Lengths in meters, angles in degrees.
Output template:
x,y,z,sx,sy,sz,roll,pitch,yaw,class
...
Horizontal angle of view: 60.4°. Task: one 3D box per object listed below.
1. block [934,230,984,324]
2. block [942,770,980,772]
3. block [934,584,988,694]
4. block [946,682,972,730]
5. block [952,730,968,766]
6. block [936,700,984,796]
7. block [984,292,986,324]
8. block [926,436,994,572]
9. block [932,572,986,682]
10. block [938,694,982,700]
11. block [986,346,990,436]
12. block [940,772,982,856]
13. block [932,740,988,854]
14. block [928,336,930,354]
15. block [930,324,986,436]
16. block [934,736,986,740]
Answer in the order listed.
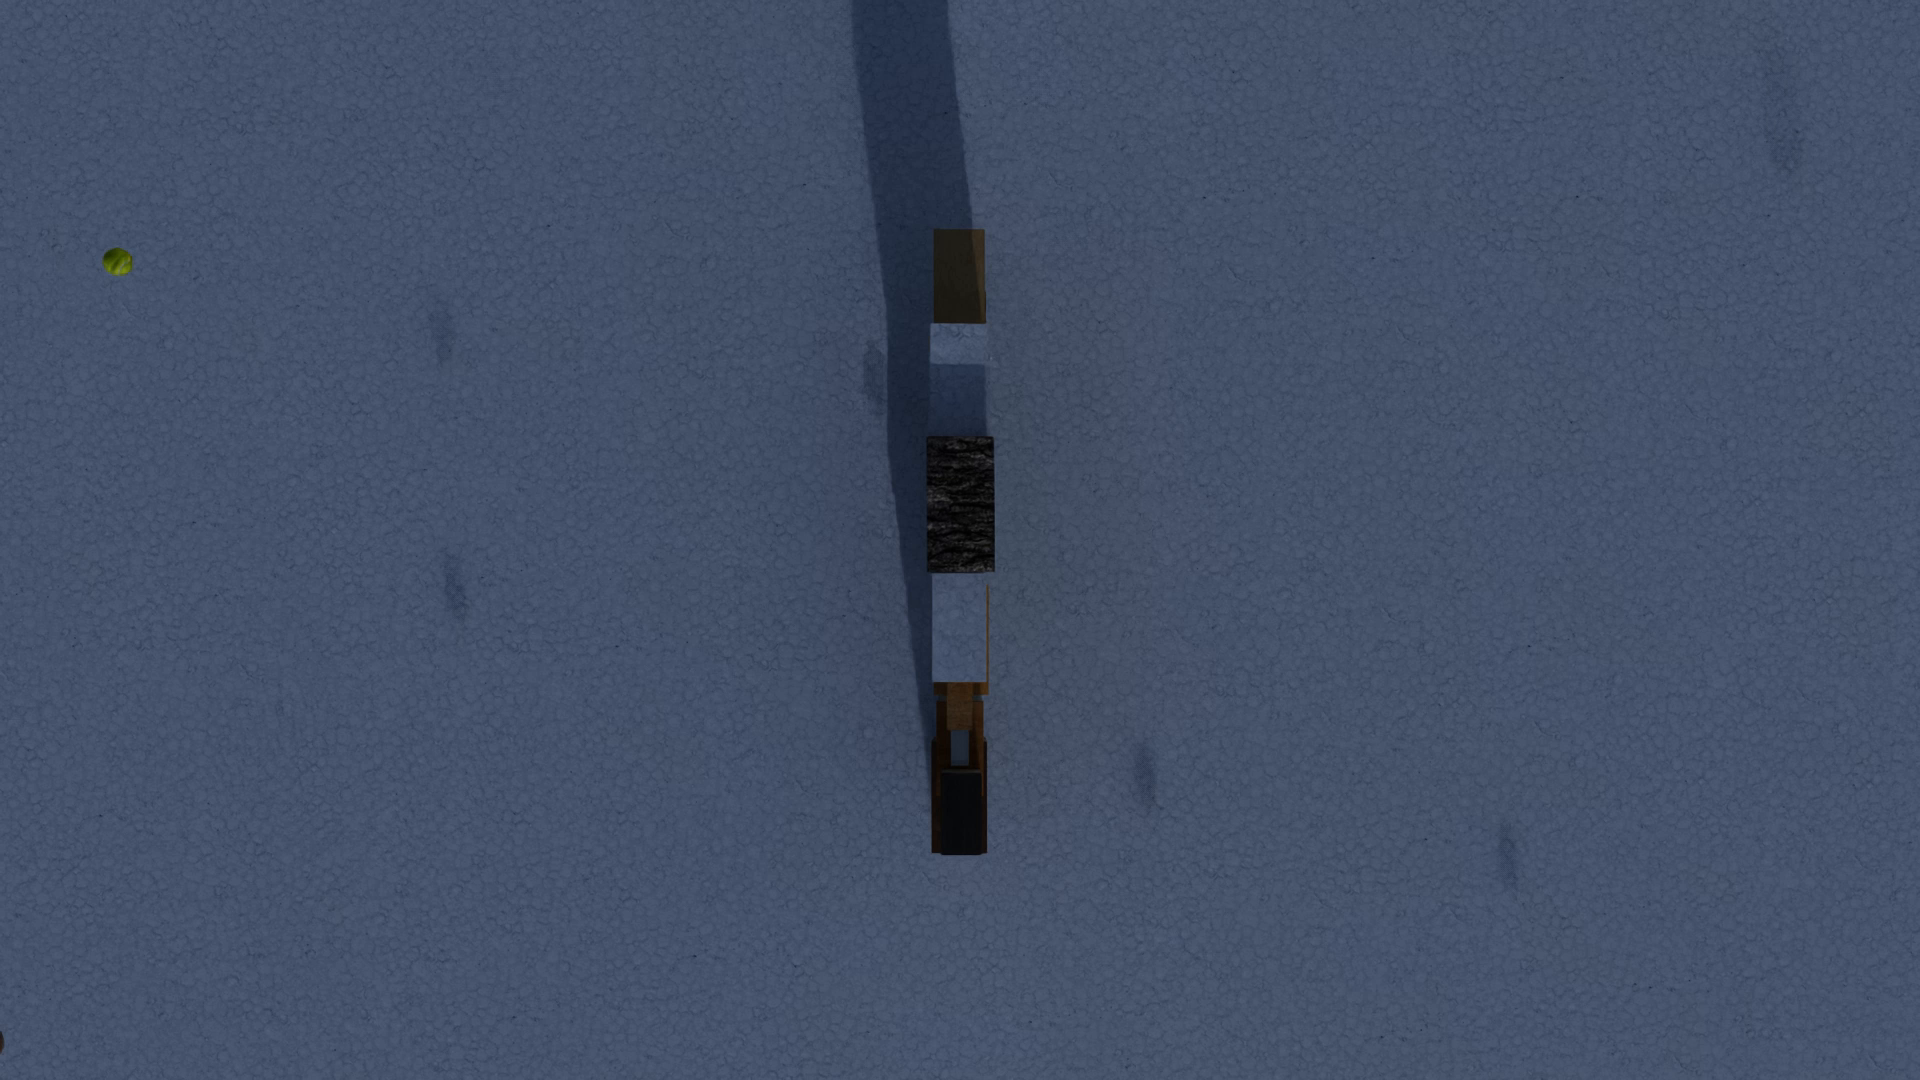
x,y,z,sx,sy,sz,roll,pitch,yaw,class
-0.002,-0.725,4.627,0.143,0.041,0.286,0,90,0,block
0.003,0.682,4.681,0.112,0.223,0.032,0,90,0,block
0.004,0.310,5.135,0.171,0.048,0.341,0,90,0,block
-0.001,0.462,4.640,0.072,0.020,0.143,0,90,0,block
0.000,0.590,4.685,0.050,0.014,0.101,0,90,0,block
0.000,0.607,4.812,0.136,0.039,0.273,0,90,0,block
0.002,-0.618,5.163,0.158,0.045,0.315,0,90,0,block
0.001,-0.093,4.347,0.178,0.050,0.356,0,90,0,block
-0.002,0.238,4.511,0.148,0.042,0.297,0,90,0,block
0.000,0.516,5.090,0.136,0.516,0.039,0,90,0,block
0.003,-0.390,4.751,0.167,0.047,0.334,0,90,0,block
0.003,0.757,4.554,0.112,0.032,0.223,0,90,0,block
-0.002,0.797,5.129,0.173,0.049,0.346,0,90,0,block
-0.008,-0.526,4.576,0.150,0.301,0.043,0,90,0,block
-0.005,-0.425,4.405,0.150,0.043,0.301,1,90,0,block
-0.002,0.681,5.327,0.173,0.346,0.049,0,90,0,block
